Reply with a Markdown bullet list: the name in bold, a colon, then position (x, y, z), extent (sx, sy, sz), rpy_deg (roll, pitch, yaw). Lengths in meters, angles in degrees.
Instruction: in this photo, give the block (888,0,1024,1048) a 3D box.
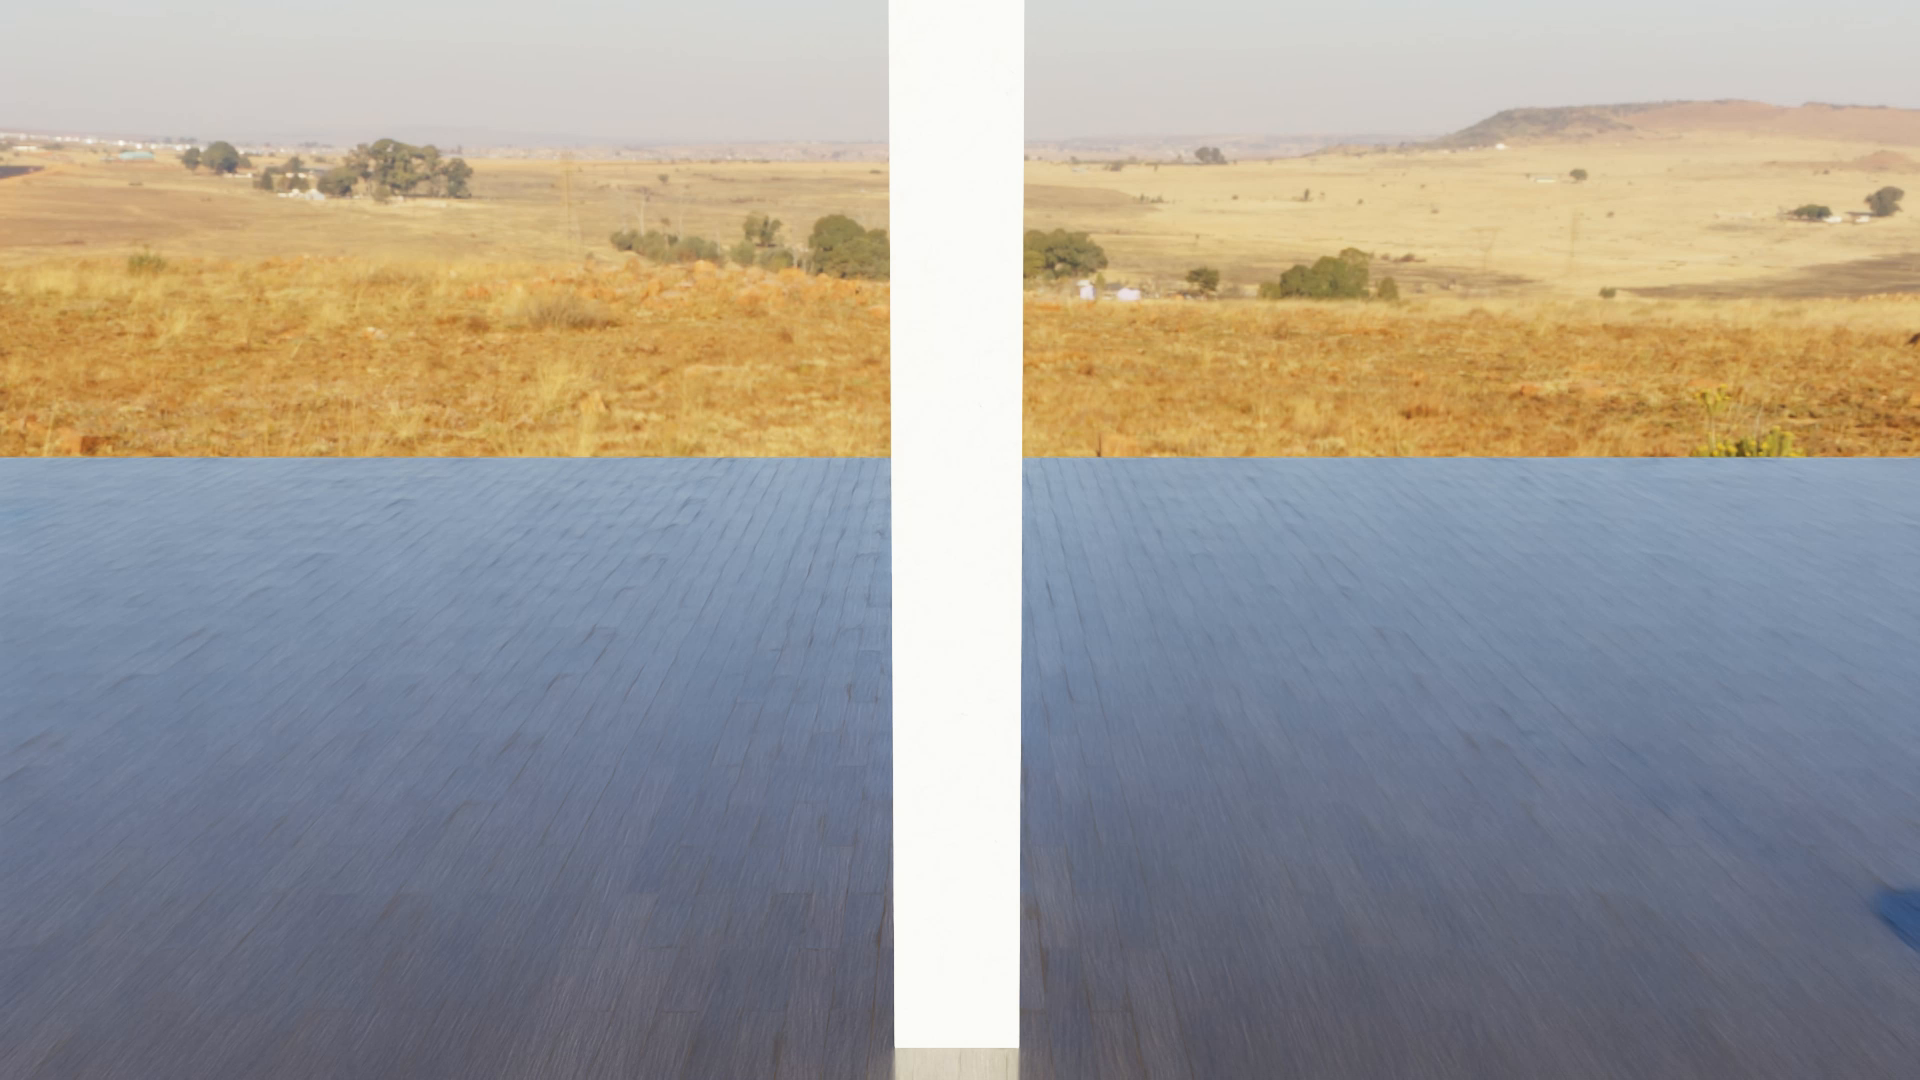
- **block**: position (-0.004, -0.117, 2.925), extent (0.172, 1.662, 0.049), rpy_deg (0, 11, 0)
